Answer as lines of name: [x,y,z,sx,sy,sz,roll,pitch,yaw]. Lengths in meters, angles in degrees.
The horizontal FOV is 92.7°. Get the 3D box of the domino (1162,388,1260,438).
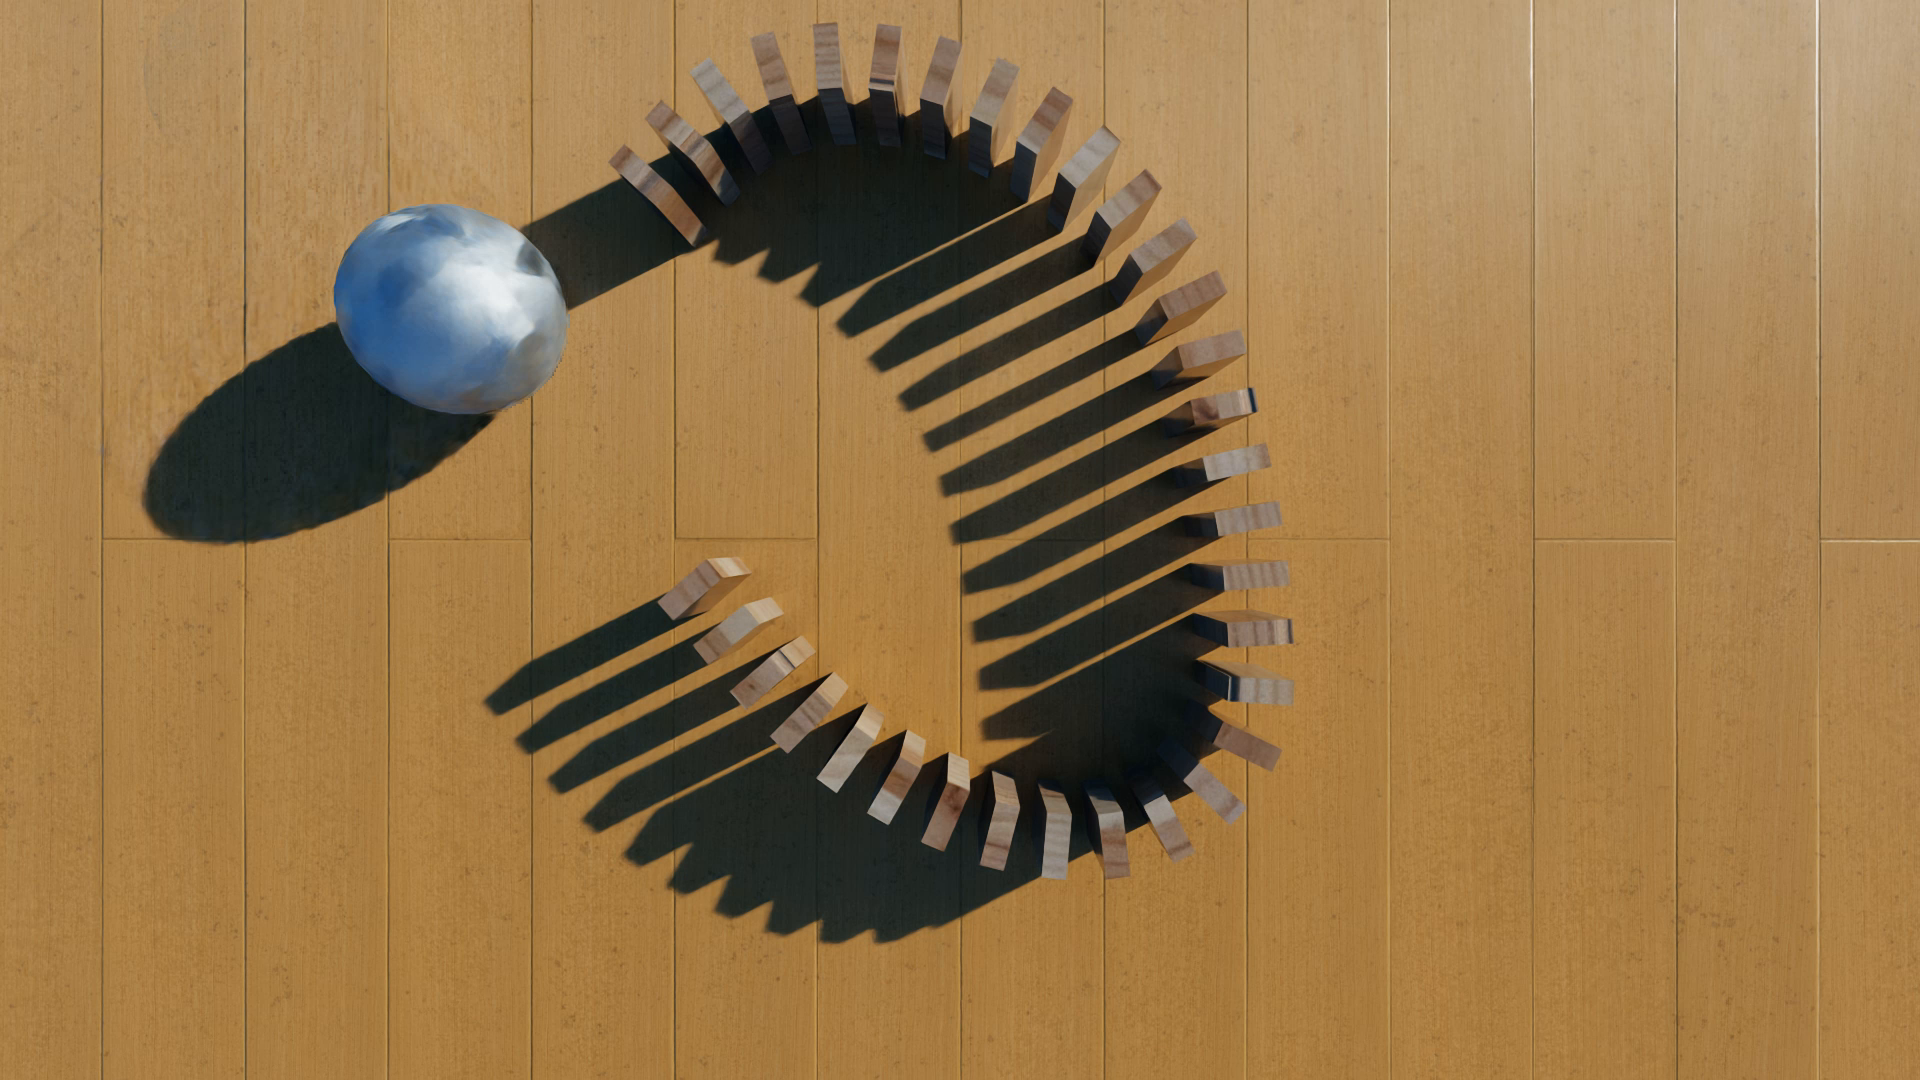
domino: [0.101,-0.051,0.375,0.025,0.050,0.009,-11,90,0]

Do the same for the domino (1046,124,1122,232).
domino: [0.050,-0.147,0.375,0.009,0.050,0.025,44,90,0]

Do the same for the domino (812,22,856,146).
domino: [-0.051,-0.185,0.375,0.010,0.050,0.025,-4,90,0]

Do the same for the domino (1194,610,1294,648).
domino: [0.115,0.036,0.375,0.025,0.050,0.009,-4,90,0]

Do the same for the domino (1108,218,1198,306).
domino: [0.078,-0.113,0.375,0.025,0.050,0.009,-34,90,0]

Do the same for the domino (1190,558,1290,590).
domino: [0.113,0.014,0.375,0.025,0.050,0.009,-5,90,0]

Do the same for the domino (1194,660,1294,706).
domino: [0.115,0.058,0.375,0.025,0.050,0.009,4,90,0]

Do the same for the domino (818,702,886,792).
domino: [-0.044,0.084,0.375,0.010,0.050,0.025,36,90,0]

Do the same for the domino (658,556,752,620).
domino: [-0.103,0.019,0.375,0.025,0.050,0.010,-41,90,0]

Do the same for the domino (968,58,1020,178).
domino: [0.013,-0.171,0.375,0.010,0.050,0.025,25,90,0]

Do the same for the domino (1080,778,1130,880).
domino: [0.059,0.117,0.375,0.010,0.050,0.025,-7,90,0]

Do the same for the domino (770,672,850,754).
domino: [-0.060,0.070,0.375,0.010,0.050,0.025,45,90,0]

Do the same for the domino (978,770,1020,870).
domino: [0.015,0.113,0.375,0.009,0.050,0.025,15,90,0]

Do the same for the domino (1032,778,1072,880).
domino: [0.037,0.117,0.375,0.010,0.050,0.025,5,90,0]

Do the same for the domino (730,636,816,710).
domino: [-0.075,0.053,0.375,0.025,0.050,0.009,-40,90,0]

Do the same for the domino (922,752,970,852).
domino: [-0.006,0.106,0.375,0.009,0.050,0.025,24,90,0]

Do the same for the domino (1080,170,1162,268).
domino: [0.065,-0.130,0.375,0.025,0.050,0.010,-40,90,0]

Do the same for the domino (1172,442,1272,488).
domino: [0.106,-0.030,0.375,0.025,0.050,0.009,-13,90,0]

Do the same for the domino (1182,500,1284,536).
domino: [0.110,-0.008,0.375,0.025,0.050,0.009,-10,90,0]

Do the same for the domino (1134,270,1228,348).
domino: [0.089,-0.094,0.375,0.025,0.050,0.009,-25,90,0]

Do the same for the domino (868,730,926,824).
domino: [-0.025,0.096,0.375,0.009,0.050,0.025,30,90,0]

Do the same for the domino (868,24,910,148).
domino: [-0.029,-0.184,0.375,0.010,0.050,0.025,8,90,0]

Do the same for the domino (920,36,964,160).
domino: [-0.007,-0.179,0.375,0.010,0.050,0.025,18,90,0]

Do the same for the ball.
ball: [-0.198,-0.090,0.360,0.080,0.080,0.080,0,90,0]

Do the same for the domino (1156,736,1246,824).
domino: [0.097,0.097,0.375,0.025,0.050,0.009,44,90,0]

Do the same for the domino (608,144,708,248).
domino: [-0.122,-0.139,0.375,0.025,0.050,0.009,42,90,0]

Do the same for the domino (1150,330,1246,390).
domino: [0.096,-0.073,0.375,0.025,0.050,0.010,-15,90,0]

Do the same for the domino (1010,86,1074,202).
domino: [0.033,-0.160,0.375,0.010,0.050,0.025,34,90,0]

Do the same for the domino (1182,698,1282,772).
domino: [0.110,0.079,0.375,0.025,0.050,0.009,26,90,0]

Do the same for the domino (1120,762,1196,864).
domino: [0.080,0.110,0.375,0.010,0.050,0.025,-28,90,0]

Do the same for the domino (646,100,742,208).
domino: [-0.108,-0.156,0.375,0.025,0.050,0.010,41,90,0]

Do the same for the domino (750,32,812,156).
domino: [-0.072,-0.181,0.375,0.009,0.050,0.025,-17,90,0]

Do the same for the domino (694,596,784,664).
domino: [-0.089,0.036,0.375,0.025,0.050,0.010,-38,90,0]

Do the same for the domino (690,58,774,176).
domino: [-0.092,-0.172,0.375,0.009,0.050,0.025,-37,90,0]
